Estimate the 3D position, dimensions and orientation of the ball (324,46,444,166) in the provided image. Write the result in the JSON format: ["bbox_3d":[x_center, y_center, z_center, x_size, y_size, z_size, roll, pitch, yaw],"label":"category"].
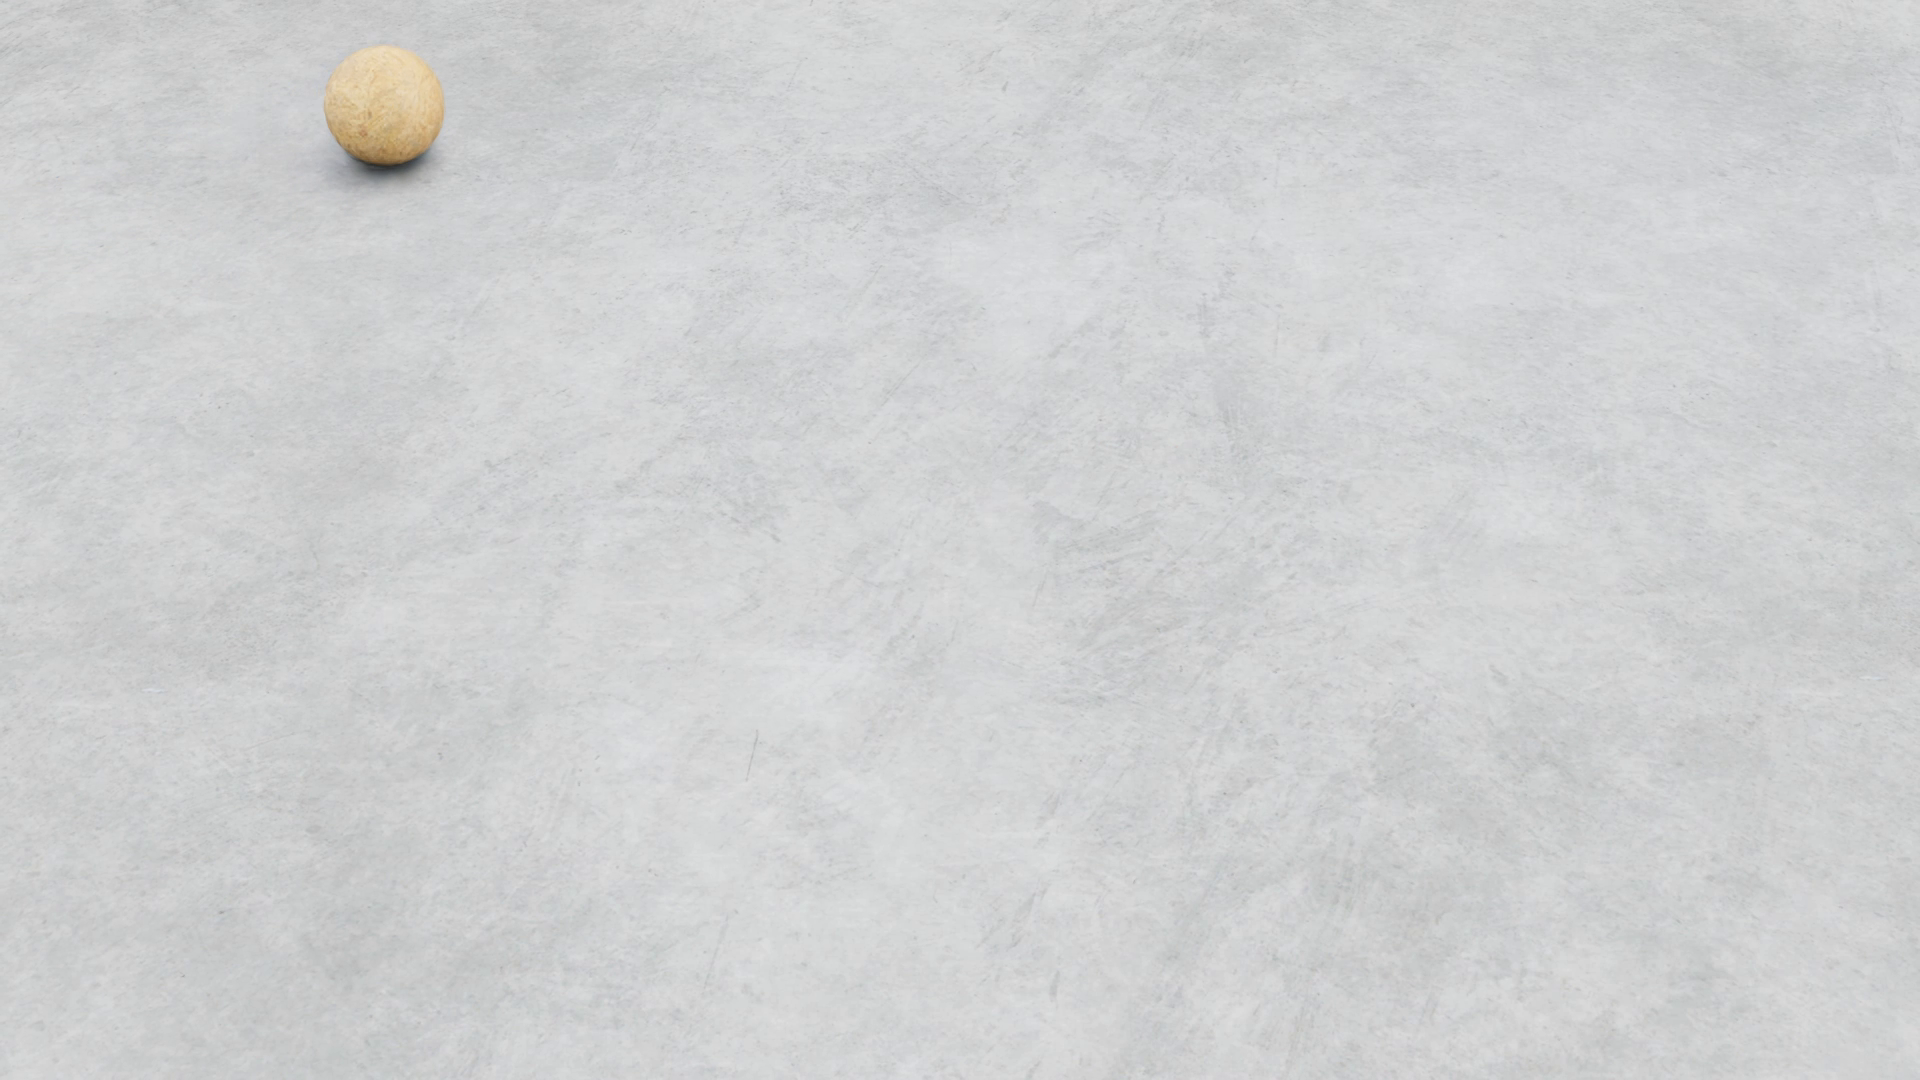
[{"bbox_3d":[-0.444,-0.335,1.978,0.091,0.091,0.091,0,37,0],"label":"ball"}]
